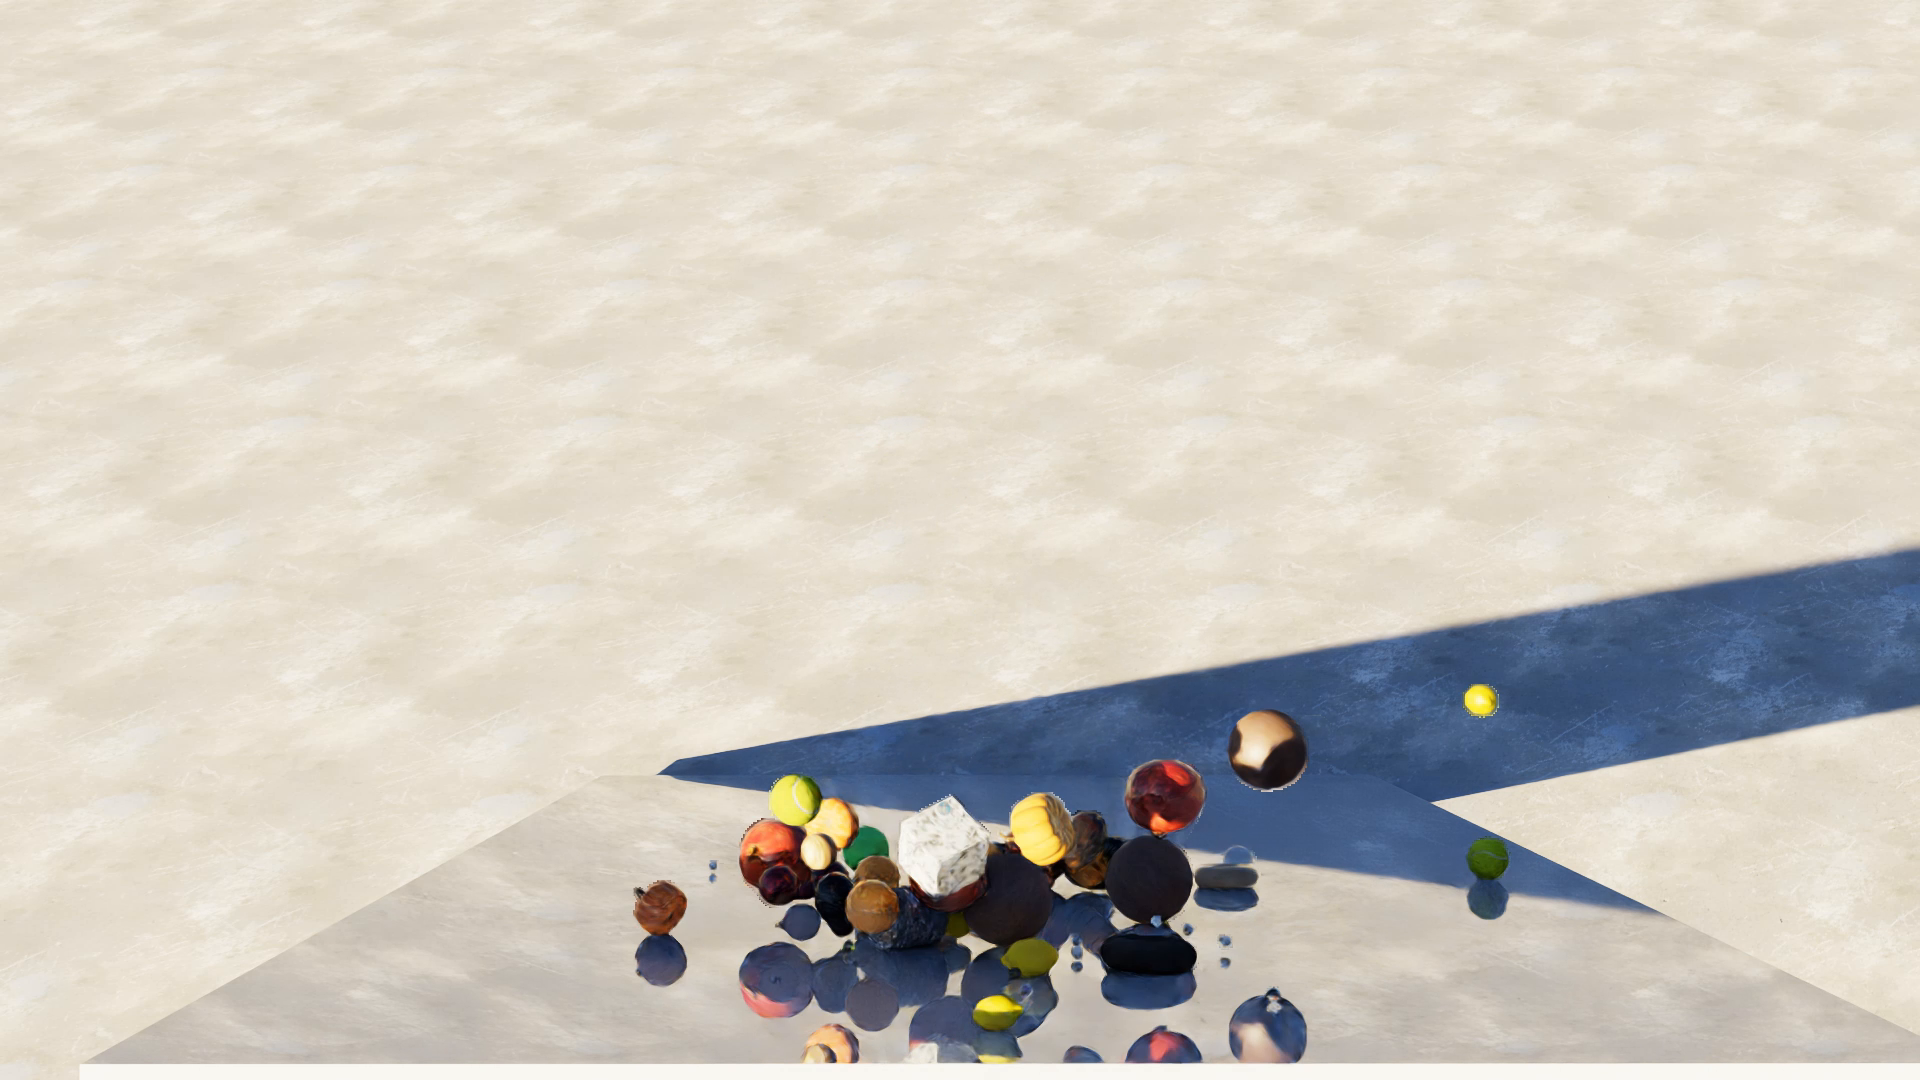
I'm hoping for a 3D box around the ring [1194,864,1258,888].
[{"bbox_3d":[0.441,0.557,4.300,0.107,0.036,0.107,0,-2,0],"label":"ring"}]

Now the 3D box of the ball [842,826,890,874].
[{"bbox_3d":[-0.163,0.537,4.486,0.082,0.082,0.082,0,32,0],"label":"ball"}]

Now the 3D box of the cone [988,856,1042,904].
[{"bbox_3d":[0.093,0.552,4.068,0.085,0.085,0.085,-4,20,-7],"label":"cone"}]

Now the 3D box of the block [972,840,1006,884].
[{"bbox_3d":[0.035,0.544,4.381,0.064,0.064,0.064,0,-1,-26],"label":"block"}]

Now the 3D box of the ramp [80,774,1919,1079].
[{"bbox_3d":[0.072,0.631,4.730,2.000,0.100,4.000,0,-1,0],"label":"ramp"}]

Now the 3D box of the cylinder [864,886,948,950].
[{"bbox_3d":[-0.075,0.523,3.600,0.084,0.084,0.084,1,27,-36],"label":"cylinder"}]

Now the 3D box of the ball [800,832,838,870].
[{"bbox_3d":[-0.190,0.421,3.503,0.051,0.051,0.051,0,32,0],"label":"ball"}]

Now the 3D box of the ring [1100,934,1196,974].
[{"bbox_3d":[0.246,0.540,3.383,0.125,0.042,0.125,3,-3,0],"label":"ring"}]

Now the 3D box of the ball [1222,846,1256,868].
[{"bbox_3d":[0.473,0.548,4.407,0.056,0.056,0.056,0,32,0],"label":"ball"}]

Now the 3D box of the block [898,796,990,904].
[{"bbox_3d":[-0.022,0.408,3.420,0.083,0.083,0.083,-25,52,-28],"label":"block"}]
